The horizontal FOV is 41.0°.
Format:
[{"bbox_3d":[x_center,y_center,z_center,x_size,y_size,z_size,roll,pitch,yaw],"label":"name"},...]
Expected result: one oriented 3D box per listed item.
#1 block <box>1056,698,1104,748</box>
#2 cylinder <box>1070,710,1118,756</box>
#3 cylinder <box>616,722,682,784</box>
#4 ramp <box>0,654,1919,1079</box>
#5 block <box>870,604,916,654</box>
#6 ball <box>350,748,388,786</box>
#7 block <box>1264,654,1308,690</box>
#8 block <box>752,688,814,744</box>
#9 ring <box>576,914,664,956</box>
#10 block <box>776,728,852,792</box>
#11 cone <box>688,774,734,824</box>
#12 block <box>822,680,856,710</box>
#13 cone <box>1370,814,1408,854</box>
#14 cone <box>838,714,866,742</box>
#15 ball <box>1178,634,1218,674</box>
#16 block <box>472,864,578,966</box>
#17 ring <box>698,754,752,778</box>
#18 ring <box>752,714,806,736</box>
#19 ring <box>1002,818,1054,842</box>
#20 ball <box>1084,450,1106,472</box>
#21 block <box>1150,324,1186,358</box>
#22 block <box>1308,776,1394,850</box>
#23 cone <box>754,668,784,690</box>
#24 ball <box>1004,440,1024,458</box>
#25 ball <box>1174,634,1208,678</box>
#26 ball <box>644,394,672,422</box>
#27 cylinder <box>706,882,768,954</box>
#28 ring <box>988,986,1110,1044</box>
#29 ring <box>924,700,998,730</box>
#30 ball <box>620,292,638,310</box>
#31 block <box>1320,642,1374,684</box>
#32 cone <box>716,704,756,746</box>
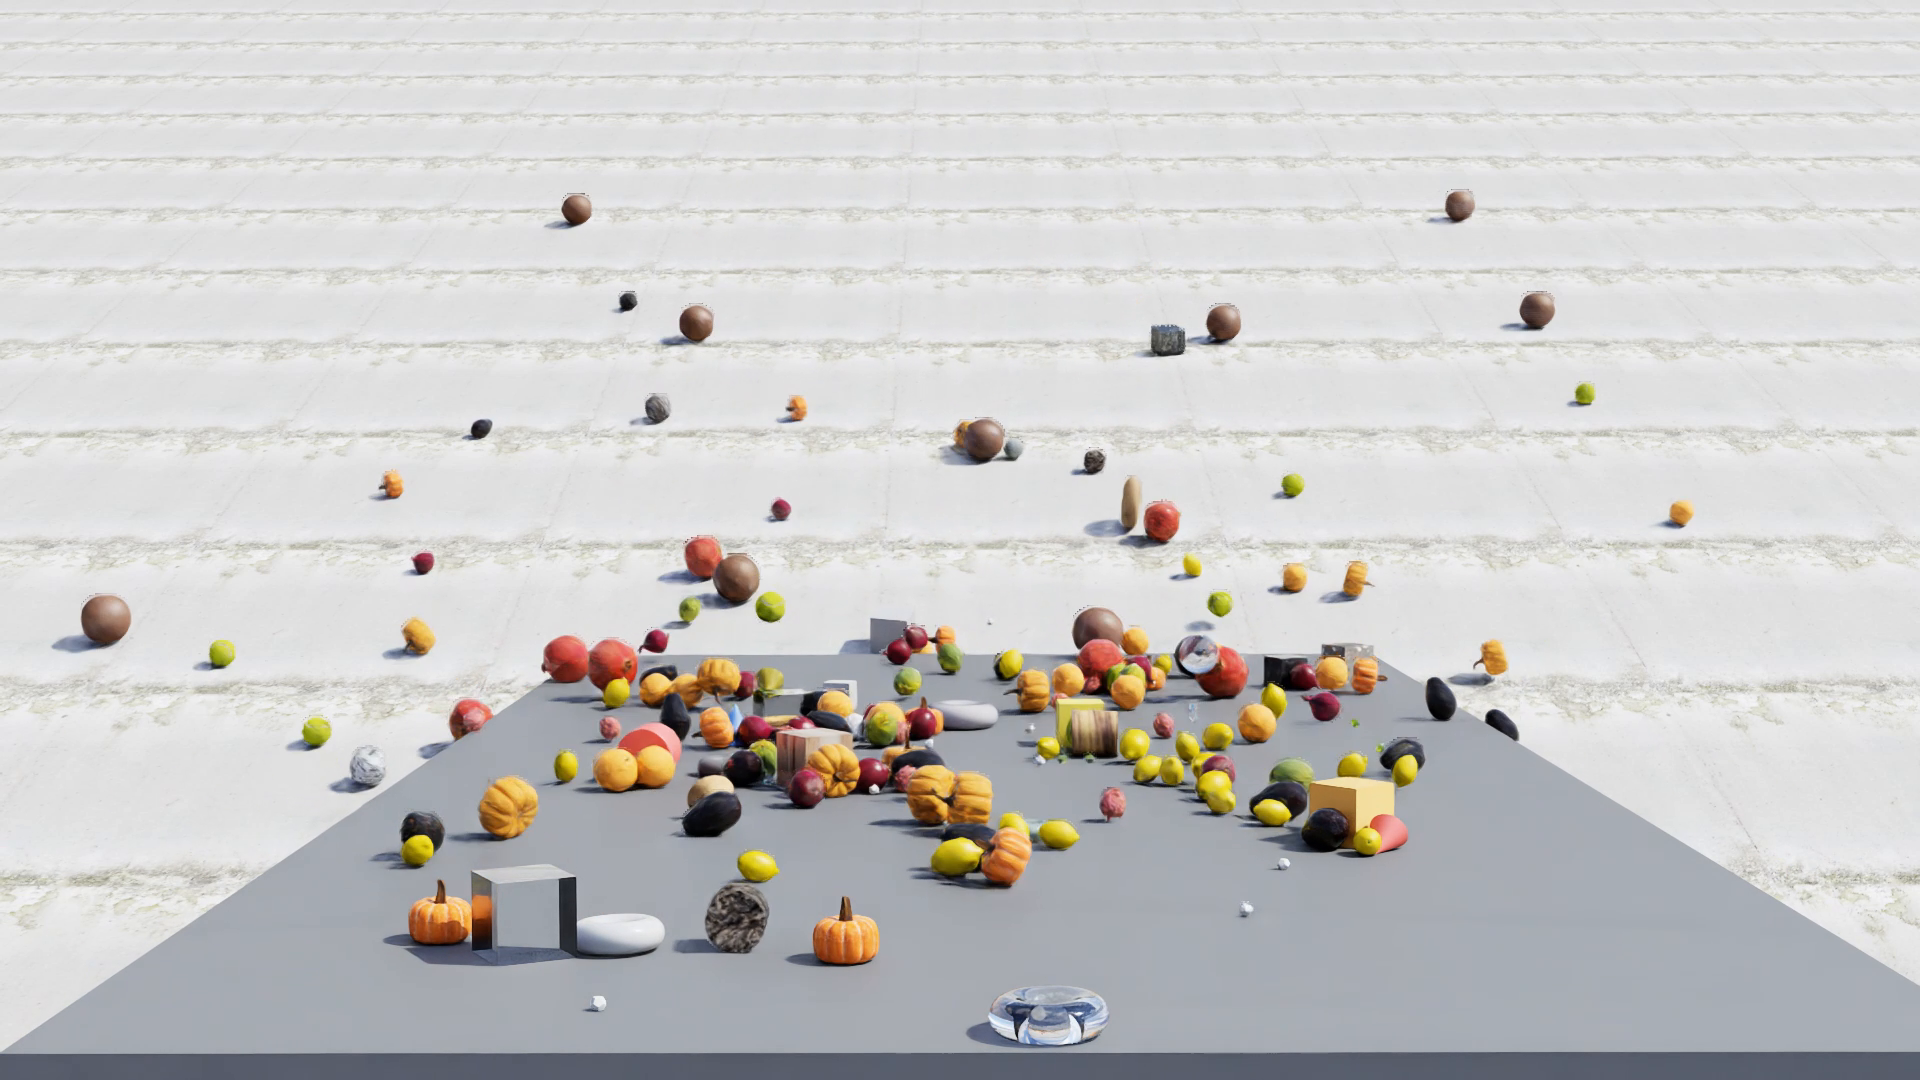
[{"bbox_3d":[0.223,0.342,4.796,0.083,0.083,0.083,0,3,-2],"label":"block"},{"bbox_3d":[0.243,0.350,4.645,0.083,0.083,0.083,0,21,1],"label":"cylinder"},{"bbox_3d":[-0.527,0.361,4.352,0.093,0.093,0.093,2,3,5],"label":"cylinder"},{"bbox_3d":[0.049,0.447,4.532,2.000,0.100,4.000,0,3,0],"label":"ramp"},{"bbox_3d":[-0.177,0.236,6.789,0.100,0.100,0.100,4,22,11],"label":"block"},{"bbox_3d":[-1.390,0.533,6.043,0.088,0.088,0.088,0,21,0],"label":"ball"},{"bbox_3d":[0.730,0.296,5.767,0.069,0.069,0.069,-2,3,-27],"label":"block"},{"bbox_3d":[-0.335,0.334,4.860,0.093,0.093,0.093,-1,3,-19],"label":"block"},{"bbox_3d":[-0.401,0.461,3.006,0.111,0.037,0.111,-2,0,0],"label":"ring"},{"bbox_3d":[-0.242,0.366,4.276,0.091,0.091,0.091,-2,4,-36],"label":"block"},{"bbox_3d":[-0.372,0.413,3.938,0.075,0.075,0.075,-7,35,-17],"label":"cone"},{"bbox_3d":[-0.251,0.324,5.366,0.057,0.057,0.057,1,3,13],"label":"block"},{"bbox_3d":[0.601,0.431,3.662,0.058,0.058,0.058,11,34,26],"label":"cone"},{"bbox_3d":[-0.196,0.367,4.860,0.055,0.055,0.055,-7,32,-17],"label":"cone"},{"bbox_3d":[0.510,0.244,5.492,0.086,0.086,0.086,0,21,0],"label":"ball"},{"bbox_3d":[-0.506,0.434,2.981,0.095,0.095,0.095,-2,4,-28],"label":"block"},{"bbox_3d":[-0.405,0.389,4.413,0.094,0.031,0.094,-1,4,0],"label":"ring"},{"bbox_3d":[-0.351,0.357,4.961,0.105,0.035,0.105,0,4,0],"label":"ring"},{"bbox_3d":[0.099,0.425,3.769,0.080,0.027,0.080,-1,2,0],"label":"ring"},{"bbox_3d":[0.422,-0.248,8.072,0.071,0.071,0.071,0,21,0],"label":"ball"},{"bbox_3d":[0.749,-0.719,9.254,0.090,0.090,0.090,-8,23,-19],"label":"block"},{"bbox_3d":[0.570,0.396,3.738,0.087,0.087,0.087,-3,4,-42],"label":"block"},{"bbox_3d":[-0.419,0.324,5.617,0.066,0.066,0.066,0,30,0],"label":"cone"},{"bbox_3d":[0.171,-0.289,8.190,0.062,0.062,0.062,0,21,0],"label":"ball"},{"bbox_3d":[0.548,0.270,5.977,0.099,0.099,0.099,0,21,0],"label":"ball"},{"bbox_3d":[-1.003,-0.439,8.538,0.088,0.088,0.088,0,21,0],"label":"ball"},{"bbox_3d":[-0.261,0.443,3.020,0.070,0.070,0.070,-1,3,-1],"label":"cylinder"},{"bbox_3d":[0.090,0.481,2.605,0.123,0.041,0.123,-1,3,0],"label":"ring"},{"bbox_3d":[0.003,0.344,5.069,0.146,0.049,0.146,1,2,0],"label":"ring"},{"bbox_3d":[-1.260,-0.908,9.771,0.068,0.068,0.068,0,21,0],"label":"ball"},{"bbox_3d":[0.887,0.282,5.885,0.084,0.084,0.084,-2,4,-31],"label":"block"},{"bbox_3d":[-0.421,0.344,4.822,0.077,0.077,0.077,0,3,0],"label":"cone"}]
